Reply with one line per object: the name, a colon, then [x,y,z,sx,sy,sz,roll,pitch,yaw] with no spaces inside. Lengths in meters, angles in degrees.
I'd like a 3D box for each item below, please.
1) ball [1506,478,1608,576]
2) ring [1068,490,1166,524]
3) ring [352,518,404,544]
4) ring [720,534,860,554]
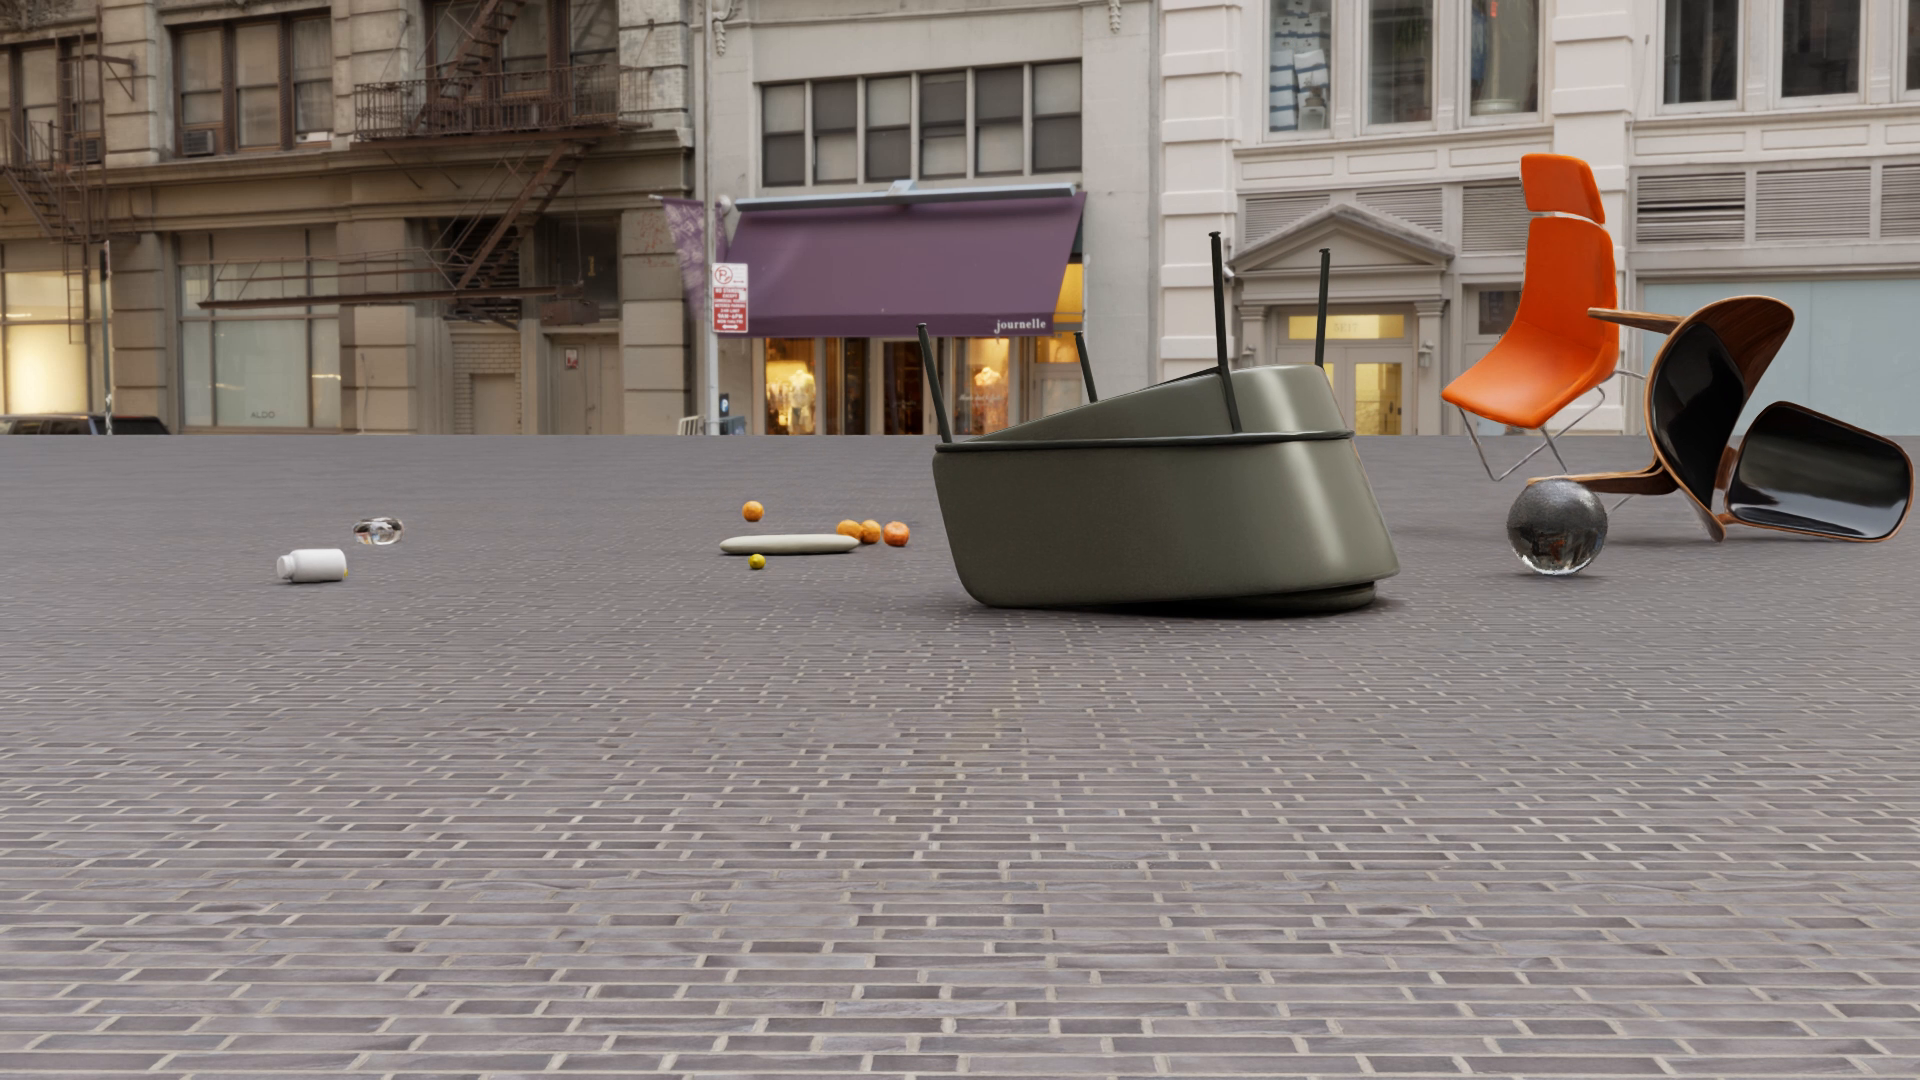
ball: [1.436,-0.032,5.291,0.236,0.236,0.236,0,4,0]
ring: [0.528,-0.108,7.398,0.328,0.084,0.324,-7,13,-37]
ring: [-1.701,-0.027,6.437,0.146,0.069,0.239,-2,5,-6]
ring: [-0.466,0.013,6.017,0.387,0.048,0.168,-1,3,-14]
